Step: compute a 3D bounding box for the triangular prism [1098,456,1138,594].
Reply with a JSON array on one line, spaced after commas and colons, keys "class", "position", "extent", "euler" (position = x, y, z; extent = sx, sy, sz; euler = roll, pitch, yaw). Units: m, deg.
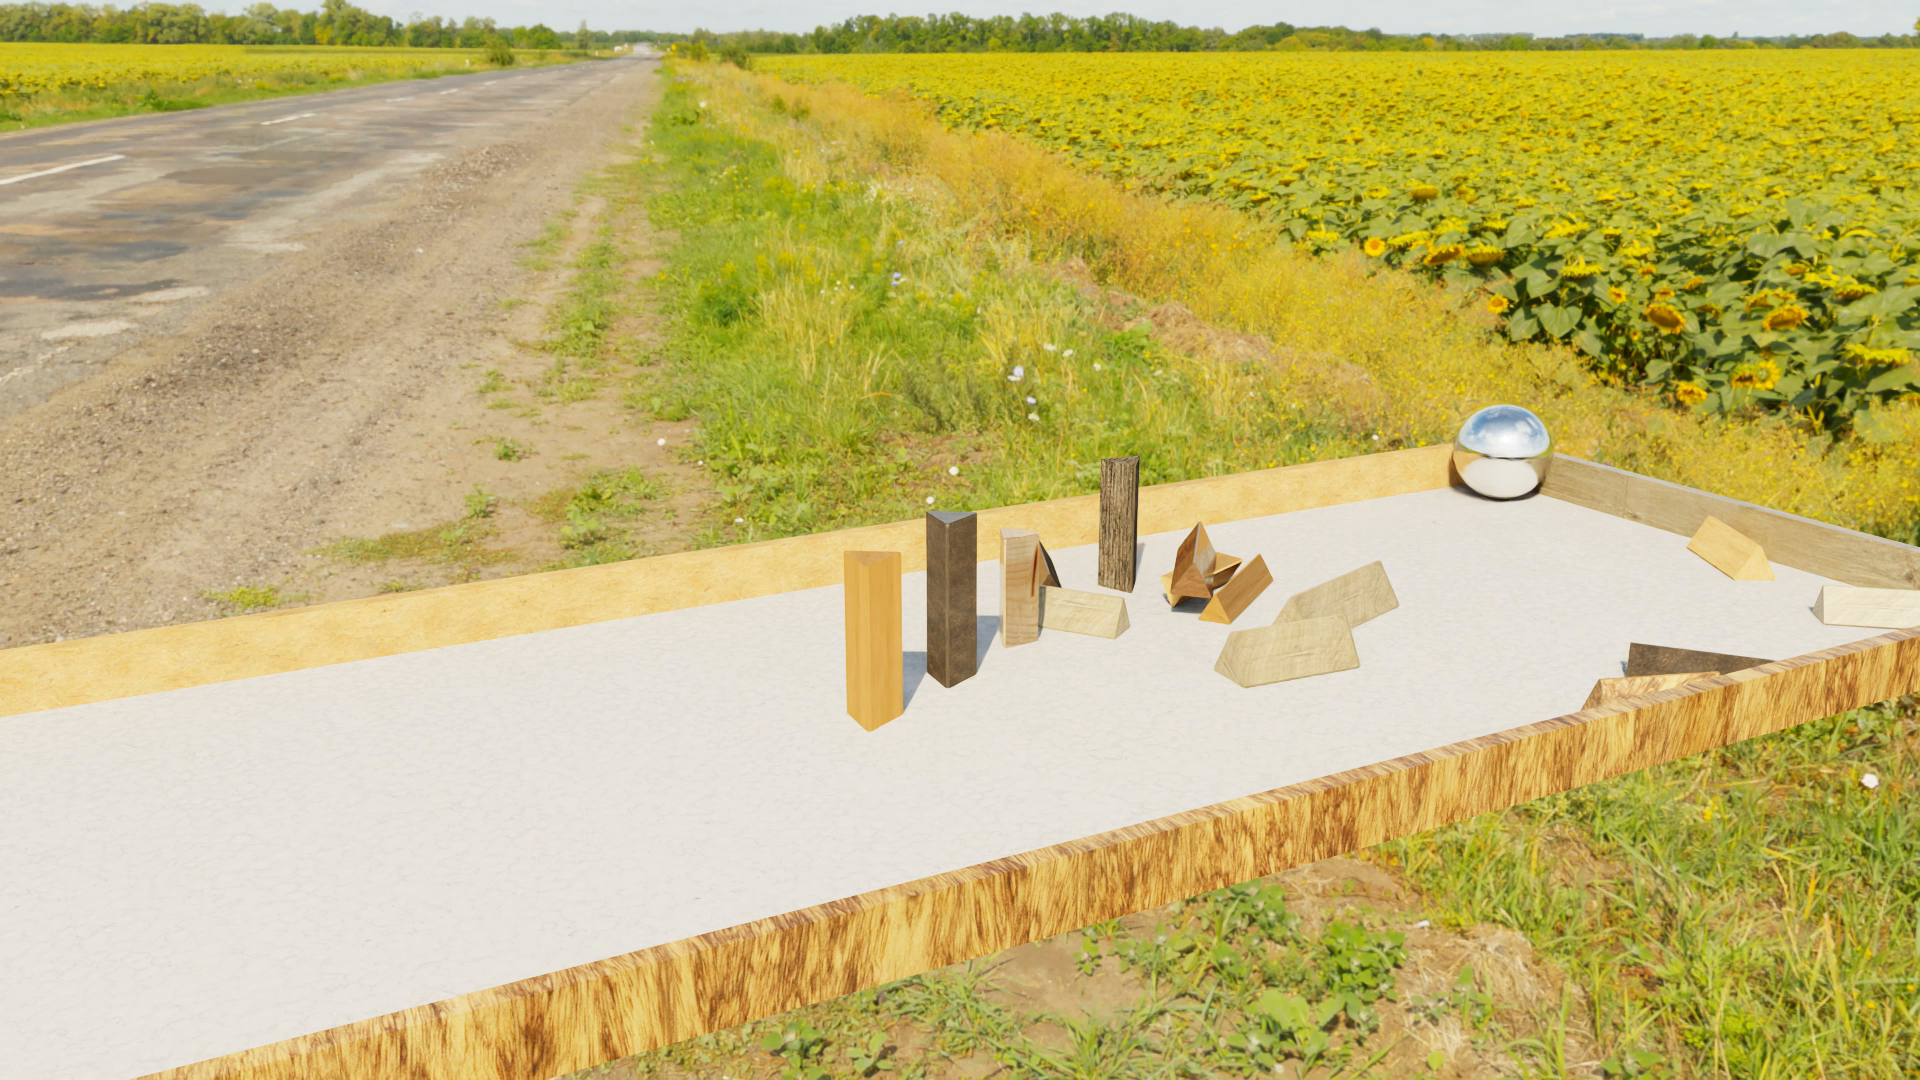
[{"class": "triangular prism", "position": [0.489, -0.051, 4.846], "extent": [0.121, 0.384, 0.105], "euler": [14, 21, 39]}]

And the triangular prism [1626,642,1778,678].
[{"class": "triangular prism", "position": [1.892, 0.322, 4.107], "extent": [0.424, 0.082, 0.095], "euler": [7, 18, 22]}]

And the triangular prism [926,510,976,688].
[{"class": "triangular prism", "position": [-0.039, 0.141, 4.118], "extent": [0.108, 0.426, 0.125], "euler": [11, 20, 34]}]

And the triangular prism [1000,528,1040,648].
[{"class": "triangular prism", "position": [0.136, 0.123, 4.401], "extent": [0.112, 0.302, 0.097], "euler": [-11, 20, -33]}]

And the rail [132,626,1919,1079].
[{"class": "rail", "position": [-2.336, 1.006, 1.665], "extent": [12.000, 0.150, 0.050], "euler": [-9, 18, -27]}]

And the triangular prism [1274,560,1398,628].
[{"class": "triangular prism", "position": [1.041, 0.163, 4.569], "extent": [0.142, 0.123, 0.460], "euler": [14, 22, 41]}]

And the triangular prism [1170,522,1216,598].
[{"class": "triangular prism", "position": [0.673, 0.049, 4.716], "extent": [0.111, 0.097, 0.384], "euler": [6, 19, 9]}]

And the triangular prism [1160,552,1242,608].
[{"class": "triangular prism", "position": [0.695, 0.098, 4.805], "extent": [0.081, 0.094, 0.308], "euler": [46, 37, 20]}]

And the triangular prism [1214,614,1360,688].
[{"class": "triangular prism", "position": [0.838, 0.269, 4.207], "extent": [0.349, 0.123, 0.143], "euler": [-7, 18, -23]}]

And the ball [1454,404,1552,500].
[{"class": "ball", "position": [1.916, -0.312, 5.823], "extent": [0.335, 0.335, 0.335], "euler": [0, 16, 0]}]

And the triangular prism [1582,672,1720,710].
[{"class": "triangular prism", "position": [1.643, 0.370, 3.888], "extent": [0.303, 0.110, 0.127], "euler": [-3, 17, -9]}]

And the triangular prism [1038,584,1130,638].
[{"class": "triangular prism", "position": [0.306, 0.185, 4.539], "extent": [0.306, 0.100, 0.116], "euler": [8, 18, 26]}]

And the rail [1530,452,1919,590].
[{"class": "rail", "position": [2.466, -0.048, 5.253], "extent": [0.050, 0.150, 2.100], "euler": [-9, 18, -27]}]

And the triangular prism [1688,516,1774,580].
[{"class": "triangular prism", "position": [2.380, 0.020, 5.086], "extent": [0.123, 0.107, 0.339], "euler": [0, 16, 0]}]

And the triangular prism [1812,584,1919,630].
[{"class": "triangular prism", "position": [2.600, 0.183, 4.552], "extent": [0.416, 0.097, 0.112], "euler": [3, 17, 11]}]

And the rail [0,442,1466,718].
[{"class": "rail", "position": [-3.305, 0.497, 3.399], "extent": [12.000, 0.150, 0.050], "euler": [-9, 18, -27]}]

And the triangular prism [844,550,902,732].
[{"class": "triangular prism", "position": [-0.222, 0.228, 3.863], "extent": [0.115, 0.404, 0.133], "euler": [11, 20, 33]}]

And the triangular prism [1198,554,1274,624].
[{"class": "triangular prism", "position": [0.800, 0.134, 4.752], "extent": [0.091, 0.079, 0.436], "euler": [7, 18, 25]}]

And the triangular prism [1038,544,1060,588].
[{"class": "triangular prism", "position": [0.245, 0.081, 4.917], "extent": [0.099, 0.086, 0.406], "euler": [-1, 16, -3]}]
